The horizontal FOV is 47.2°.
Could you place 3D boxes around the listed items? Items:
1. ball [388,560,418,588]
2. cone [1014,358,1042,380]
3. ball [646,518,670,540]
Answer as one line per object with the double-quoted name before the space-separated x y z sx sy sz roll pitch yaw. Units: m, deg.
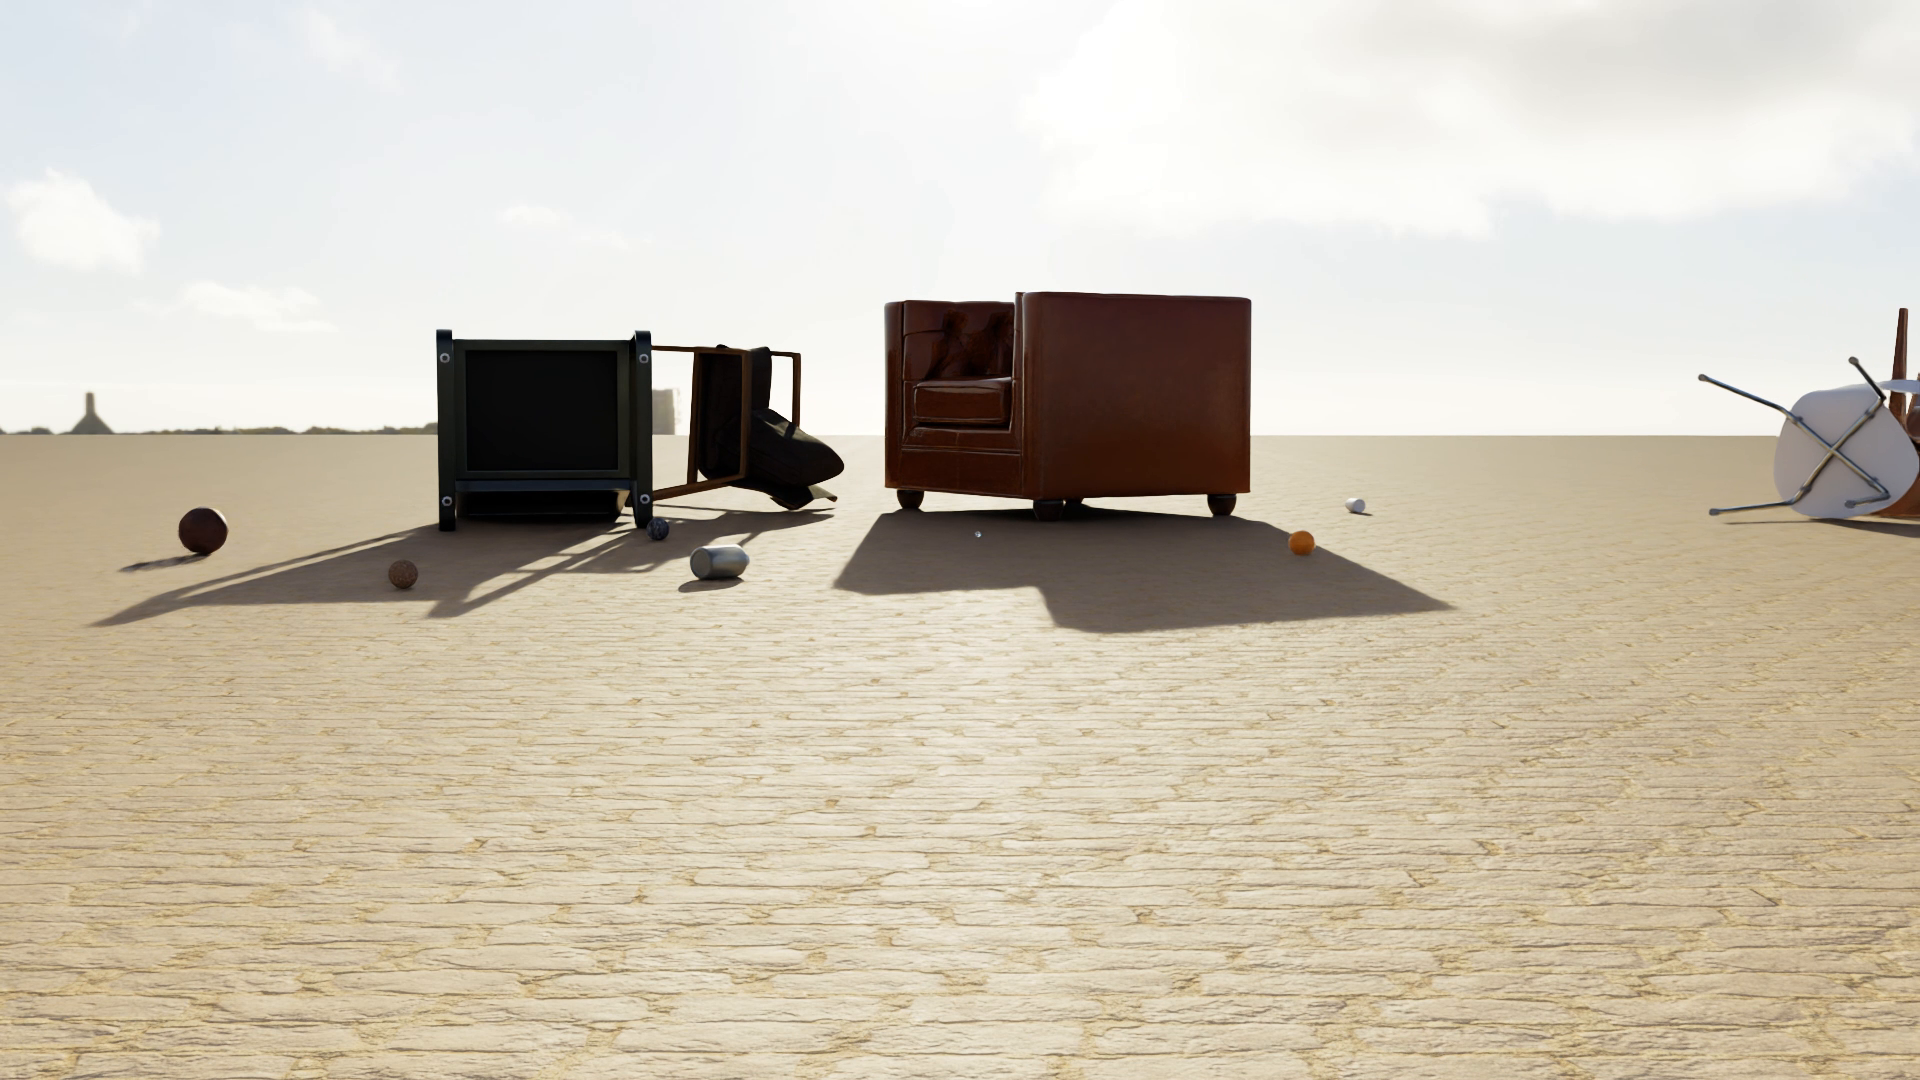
"ball" -1.254 0.077 4.953 0.065 0.065 0.065 0 4 0
"cone" 0.275 -0.665 8.308 0.082 0.075 0.140 42 44 16
"ball" -0.896 -0.032 6.527 0.067 0.067 0.067 0 4 0
